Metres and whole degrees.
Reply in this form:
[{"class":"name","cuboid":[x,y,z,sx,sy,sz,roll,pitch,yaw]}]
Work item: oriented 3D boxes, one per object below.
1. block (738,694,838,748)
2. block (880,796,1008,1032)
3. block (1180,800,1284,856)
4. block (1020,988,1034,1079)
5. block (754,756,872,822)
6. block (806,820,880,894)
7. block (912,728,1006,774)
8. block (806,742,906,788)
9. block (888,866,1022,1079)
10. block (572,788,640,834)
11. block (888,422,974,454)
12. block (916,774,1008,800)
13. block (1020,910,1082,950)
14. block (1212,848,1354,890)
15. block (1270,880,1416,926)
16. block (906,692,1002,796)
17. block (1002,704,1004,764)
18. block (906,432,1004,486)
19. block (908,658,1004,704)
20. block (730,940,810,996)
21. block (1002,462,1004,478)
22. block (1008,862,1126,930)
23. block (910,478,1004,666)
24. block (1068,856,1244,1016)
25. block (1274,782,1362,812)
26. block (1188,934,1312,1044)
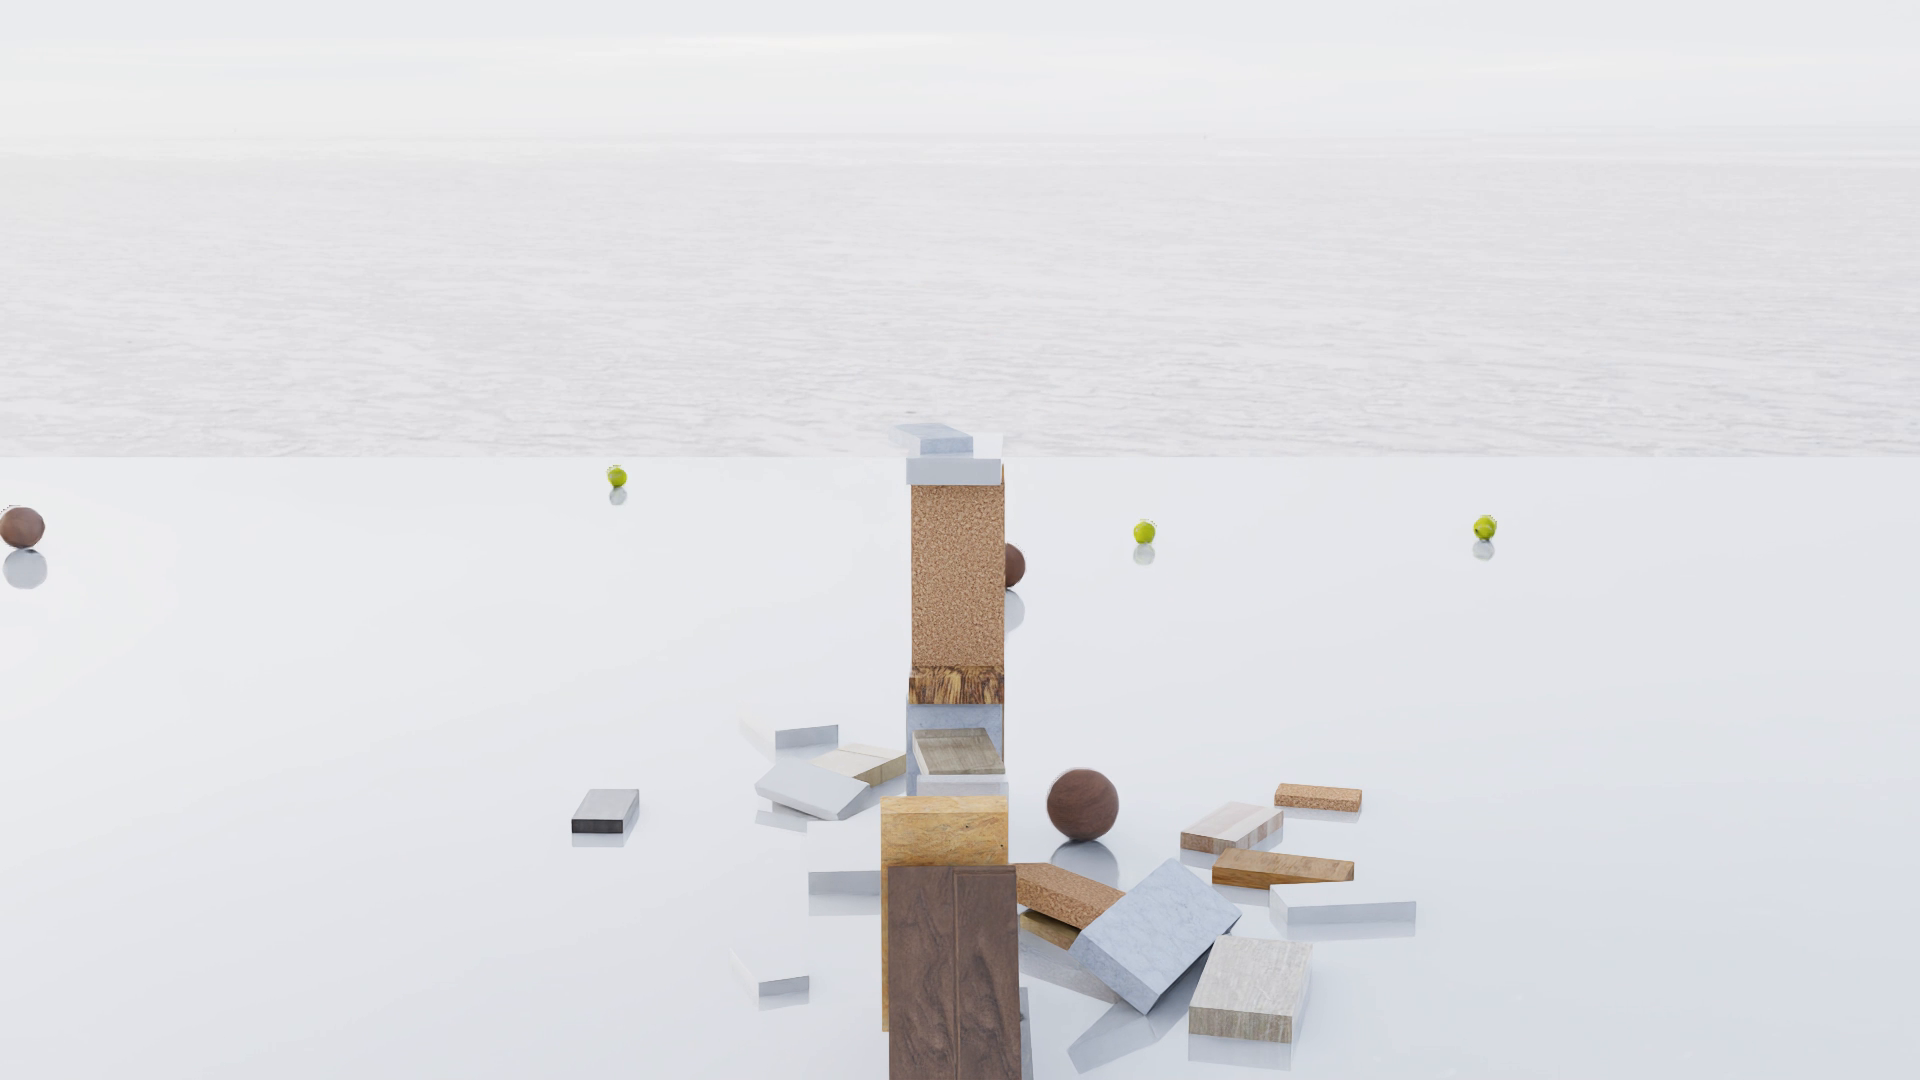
[{"class":"block","cuboid":[-0.367,0.384,4.674,0.137,0.039,0.274,-4,11,-21]},{"class":"block","cuboid":[-0.022,0.504,2.953,0.167,0.334,0.047,0,21,-2]},{"class":"block","cuboid":[0.491,0.520,3.963,0.107,0.030,0.213,6,12,30]},{"class":"block","cuboid":[0.012,0.693,2.985,0.167,0.047,0.334,0,11,0]},{"class":"block","cuboid":[-0.276,0.467,4.119,0.215,0.027,0.094,13,41,38]},{"class":"block","cuboid":[-0.195,0.546,3.801,0.137,0.039,0.274,-1,11,-4]},{"class":"block","cuboid":[-0.004,0.352,3.536,0.121,0.034,0.241,-1,11,-7]},{"class":"block","cuboid":[-0.230,0.455,4.290,0.137,0.039,0.274,6,12,31]},{"class":"block","cuboid":[-0.008,0.589,2.824,0.167,0.334,0.047,0,-20,-2]},{"class":"block","cuboid":[-0.655,0.501,4.073,0.094,0.027,0.187,0,11,1]},{"class":"block","cuboid":[-0.051,-0.174,3.766,0.094,0.027,0.187,-4,11,-18]},{"class":"block","cuboid":[0.004,0.501,3.380,0.140,0.280,0.040,0,11,-1]},{"class":"block","cuboid":[0.172,0.616,3.471,0.078,0.022,0.156,-7,13,-33]},{"class":"block","cuboid":[0.548,0.564,3.728,0.222,0.030,0.107,4,11,20]},{"class":"block","cuboid":[0.623,0.590,3.586,0.213,0.030,0.107,-1,11,-7]},{"class":"block","cuboid":[-0.011,0.417,3.730,0.159,0.318,0.045,-1,11,-4]},{"class":"block","cuboid":[-0.001,0.380,3.931,0.159,0.318,0.045,0,11,0]},{"class":"block","cuboid":[-0.006,-0.141,3.783,0.157,0.044,0.313,0,11,2]},{"class":"block","cuboid":[-0.004,0.221,3.795,0.159,0.045,0.318,0,11,0]},{"class":"block","cuboid":[-0.288,0.645,3.314,0.078,0.022,0.156,-4,11,-21]},{"class":"block","cuboid":[-0.001,0.017,3.910,0.157,0.313,0.044,0,10,0]},{"class":"block","cuboid":[0.187,0.575,3.515,0.144,0.041,0.289,7,5,-44]},{"class":"block","cuboid":[-0.003,0.055,3.707,0.157,0.313,0.044,0,11,0]},{"class":"block","cuboid":[0.302,0.595,3.340,0.144,0.041,0.376,37,23,16]},{"class":"block","cuboid":[0.678,0.487,4.162,0.156,0.022,0.078,3,11,16]},{"class":"block","cuboid":[0.428,0.653,3.216,0.144,0.041,0.289,3,11,14]}]
